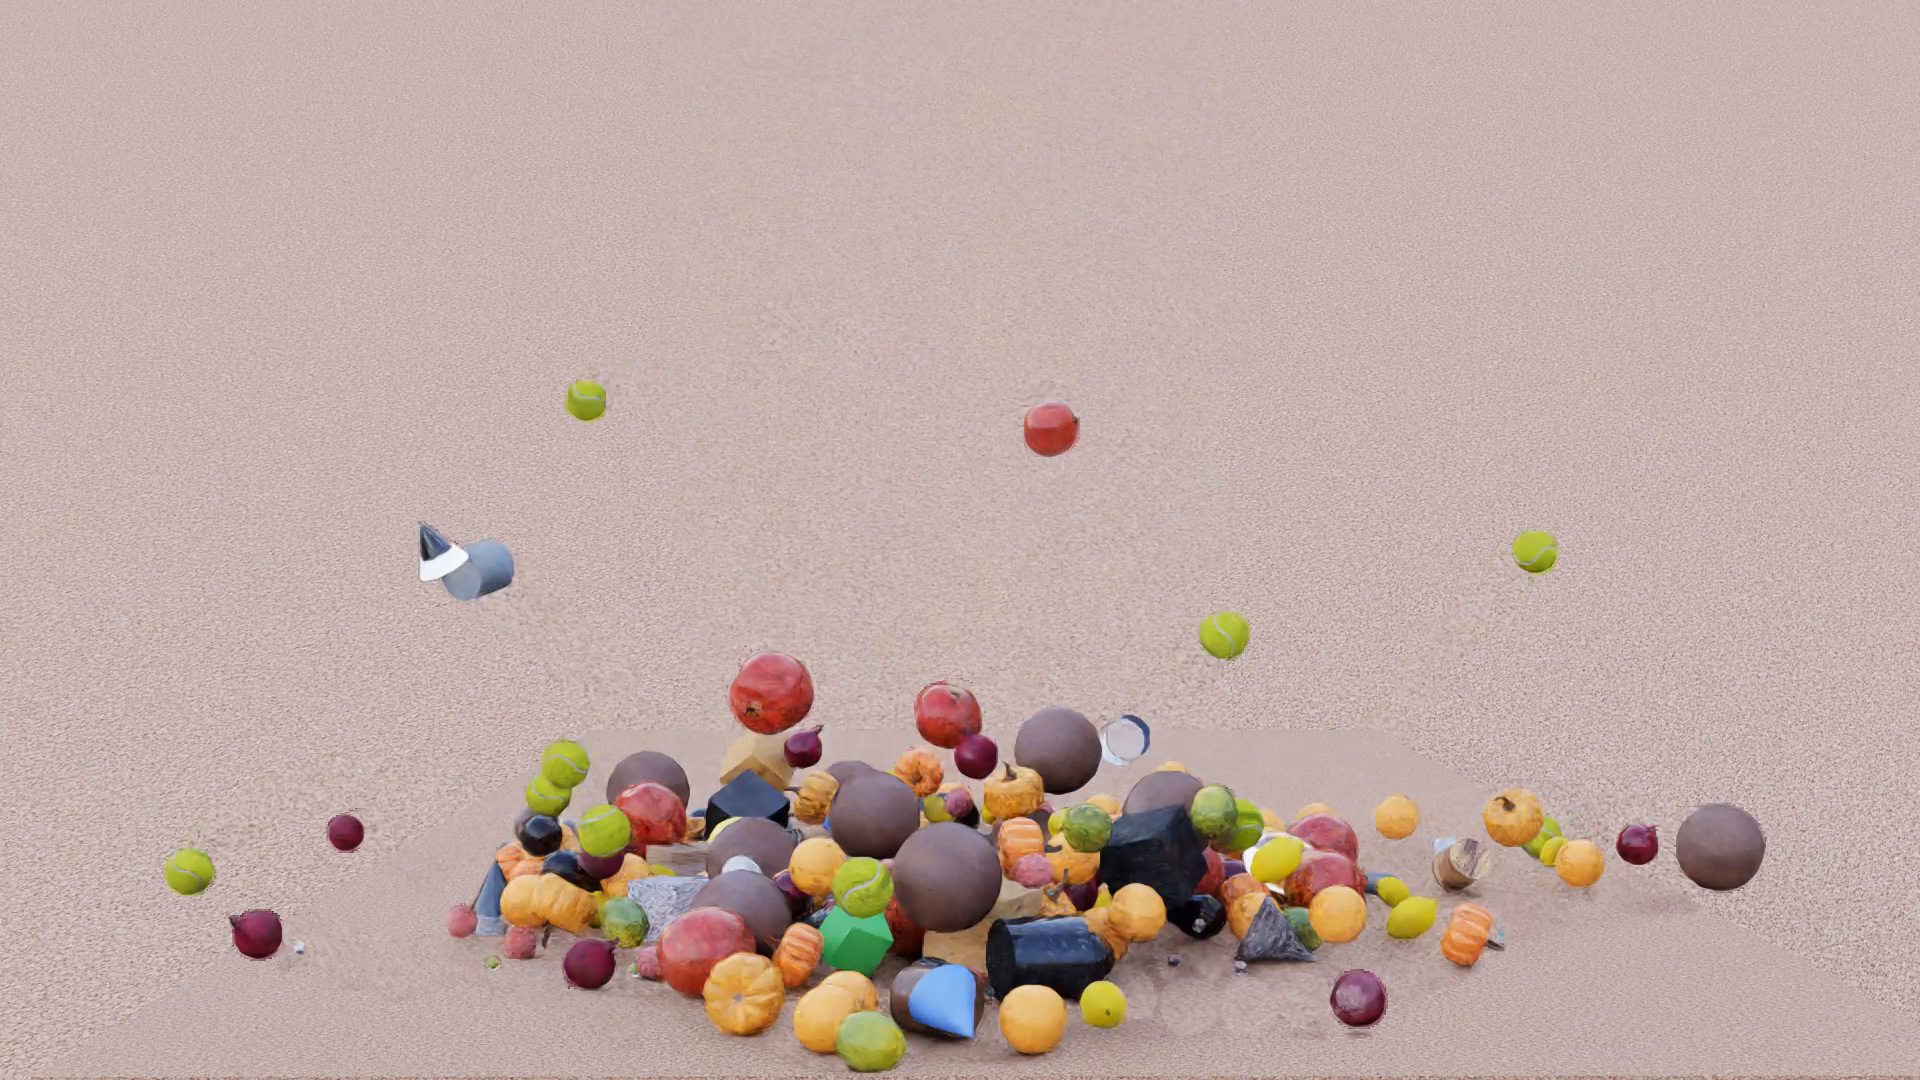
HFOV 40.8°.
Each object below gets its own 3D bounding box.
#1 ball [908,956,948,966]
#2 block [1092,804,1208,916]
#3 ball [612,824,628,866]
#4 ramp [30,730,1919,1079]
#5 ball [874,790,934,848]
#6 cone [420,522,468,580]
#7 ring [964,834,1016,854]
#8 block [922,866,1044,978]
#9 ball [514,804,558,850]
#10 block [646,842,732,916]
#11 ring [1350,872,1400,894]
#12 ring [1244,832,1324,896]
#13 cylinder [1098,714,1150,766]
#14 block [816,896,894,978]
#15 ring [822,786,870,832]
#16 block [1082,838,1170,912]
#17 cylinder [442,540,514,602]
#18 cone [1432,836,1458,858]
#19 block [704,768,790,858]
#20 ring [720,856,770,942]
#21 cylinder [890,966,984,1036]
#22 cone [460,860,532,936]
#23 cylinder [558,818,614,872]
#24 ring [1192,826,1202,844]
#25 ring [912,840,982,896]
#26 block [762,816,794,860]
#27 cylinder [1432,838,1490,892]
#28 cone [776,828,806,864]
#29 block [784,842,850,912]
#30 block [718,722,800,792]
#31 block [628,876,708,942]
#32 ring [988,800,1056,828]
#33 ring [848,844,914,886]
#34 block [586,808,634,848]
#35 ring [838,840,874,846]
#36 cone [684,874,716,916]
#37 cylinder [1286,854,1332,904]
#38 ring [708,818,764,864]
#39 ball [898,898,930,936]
[{"bbox_3d":[-0.034,0.501,2.885,0.070,0.070,0.070,0,28,0],"label":"ball"},{"bbox_3d":[0.248,0.415,3.349,0.097,0.097,0.097,-16,13,29],"label":"block"},{"bbox_3d":[-0.564,0.485,4.111,0.070,0.070,0.070,0,28,0],"label":"ball"},{"bbox_3d":[0.063,0.563,4.601,2.000,0.100,4.000,0,1,0],"label":"ramp"},{"bbox_3d":[-0.093,0.467,4.324,0.099,0.099,0.099,0,28,0],"label":"ball"},{"bbox_3d":[-0.720,0.005,3.526,0.072,0.072,0.072,-21,22,9],"label":"cone"},{"bbox_3d":[0.051,0.502,4.262,0.087,0.029,0.087,2,-3,0],"label":"ring"},{"bbox_3d":[0.027,0.463,3.131,0.099,0.099,0.099,14,9,27],"label":"block"},{"bbox_3d":[-0.691,0.468,4.219,0.075,0.075,0.075,0,28,0],"label":"ball"},{"bbox_3d":[-0.384,0.480,3.653,0.091,0.091,0.091,-1,1,-31],"label":"block"},{"bbox_3d":[0.618,0.511,3.845,0.075,0.025,0.075,1,1,0],"label":"ring"},{"bbox_3d":[0.451,0.450,3.598,0.118,0.039,0.118,12,29,-6],"label":"ring"},{"bbox_3d":[0.281,0.342,4.418,0.076,0.076,0.076,-6,-12,-10],"label":"cylinder"},{"bbox_3d":[-0.128,0.482,3.132,0.061,0.061,0.061,25,20,-28],"label":"block"},{"bbox_3d":[-0.192,0.455,4.362,0.032,0.097,0.097,46,45,15],"label":"ring"},{"bbox_3d":[0.238,0.479,3.706,0.092,0.092,0.092,0,1,-30],"label":"block"},{"bbox_3d":[-0.739,0.047,3.956,0.078,0.078,0.078,16,21,27],"label":"cylinder"},{"bbox_3d":[0.760,0.506,4.055,0.057,0.057,0.057,14,34,25],"label":"cone"},{"bbox_3d":[-0.314,0.411,3.818,0.085,0.085,0.085,34,48,23],"label":"block"},{"bbox_3d":[-0.274,0.458,3.297,0.037,0.111,0.111,-13,25,15],"label":"ring"},{"bbox_3d":[-0.025,0.499,2.795,0.073,0.073,0.073,-5,19,40],"label":"cylinder"},{"bbox_3d":[-0.630,0.480,3.504,0.097,0.097,0.097,0,1,0],"label":"cone"},{"bbox_3d":[-0.584,0.475,4.026,0.083,0.083,0.083,0,27,-9],"label":"cylinder"},{"bbox_3d":[0.324,0.493,4.254,0.150,0.050,0.150,-1,-1,0],"label":"ring"},{"bbox_3d":[-0.014,0.481,3.717,0.124,0.041,0.124,27,23,-12],"label":"ring"},{"bbox_3d":[-0.318,0.474,4.185,0.066,0.066,0.066,0,64,23],"label":"block"},{"bbox_3d":[0.741,0.481,3.821,0.063,0.063,0.063,8,63,-17],"label":"cylinder"},{"bbox_3d":[-0.247,0.502,4.104,0.065,0.065,0.065,35,15,-26],"label":"cone"},{"bbox_3d":[-0.206,0.482,3.702,0.086,0.086,0.086,0,1,-10],"label":"block"},{"bbox_3d":[-0.311,0.350,4.001,0.080,0.080,0.080,41,32,-18],"label":"block"},{"bbox_3d":[-0.387,0.490,3.434,0.076,0.076,0.076,0,0,28],"label":"block"},{"bbox_3d":[0.112,0.492,4.626,0.123,0.041,0.123,-1,1,0],"label":"ring"},{"bbox_3d":[-0.136,0.498,3.954,0.149,0.050,0.149,-1,2,0],"label":"ring"},{"bbox_3d":[-0.590,0.486,4.360,0.060,0.060,0.060,-1,1,-31],"label":"block"},{"bbox_3d":[-0.171,0.503,4.150,0.098,0.033,0.098,1,1,0],"label":"ring"},{"bbox_3d":[-0.352,0.494,3.508,0.067,0.067,0.067,-4,70,12],"label":"cone"},{"bbox_3d":[0.496,0.485,3.762,0.077,0.077,0.077,-3,1,-5],"label":"cylinder"},{"bbox_3d":[-0.323,0.441,3.722,0.084,0.028,0.084,-3,72,10],"label":"ring"},{"bbox_3d":[-0.056,0.503,3.441,0.051,0.051,0.051,0,28,0],"label":"ball"}]
